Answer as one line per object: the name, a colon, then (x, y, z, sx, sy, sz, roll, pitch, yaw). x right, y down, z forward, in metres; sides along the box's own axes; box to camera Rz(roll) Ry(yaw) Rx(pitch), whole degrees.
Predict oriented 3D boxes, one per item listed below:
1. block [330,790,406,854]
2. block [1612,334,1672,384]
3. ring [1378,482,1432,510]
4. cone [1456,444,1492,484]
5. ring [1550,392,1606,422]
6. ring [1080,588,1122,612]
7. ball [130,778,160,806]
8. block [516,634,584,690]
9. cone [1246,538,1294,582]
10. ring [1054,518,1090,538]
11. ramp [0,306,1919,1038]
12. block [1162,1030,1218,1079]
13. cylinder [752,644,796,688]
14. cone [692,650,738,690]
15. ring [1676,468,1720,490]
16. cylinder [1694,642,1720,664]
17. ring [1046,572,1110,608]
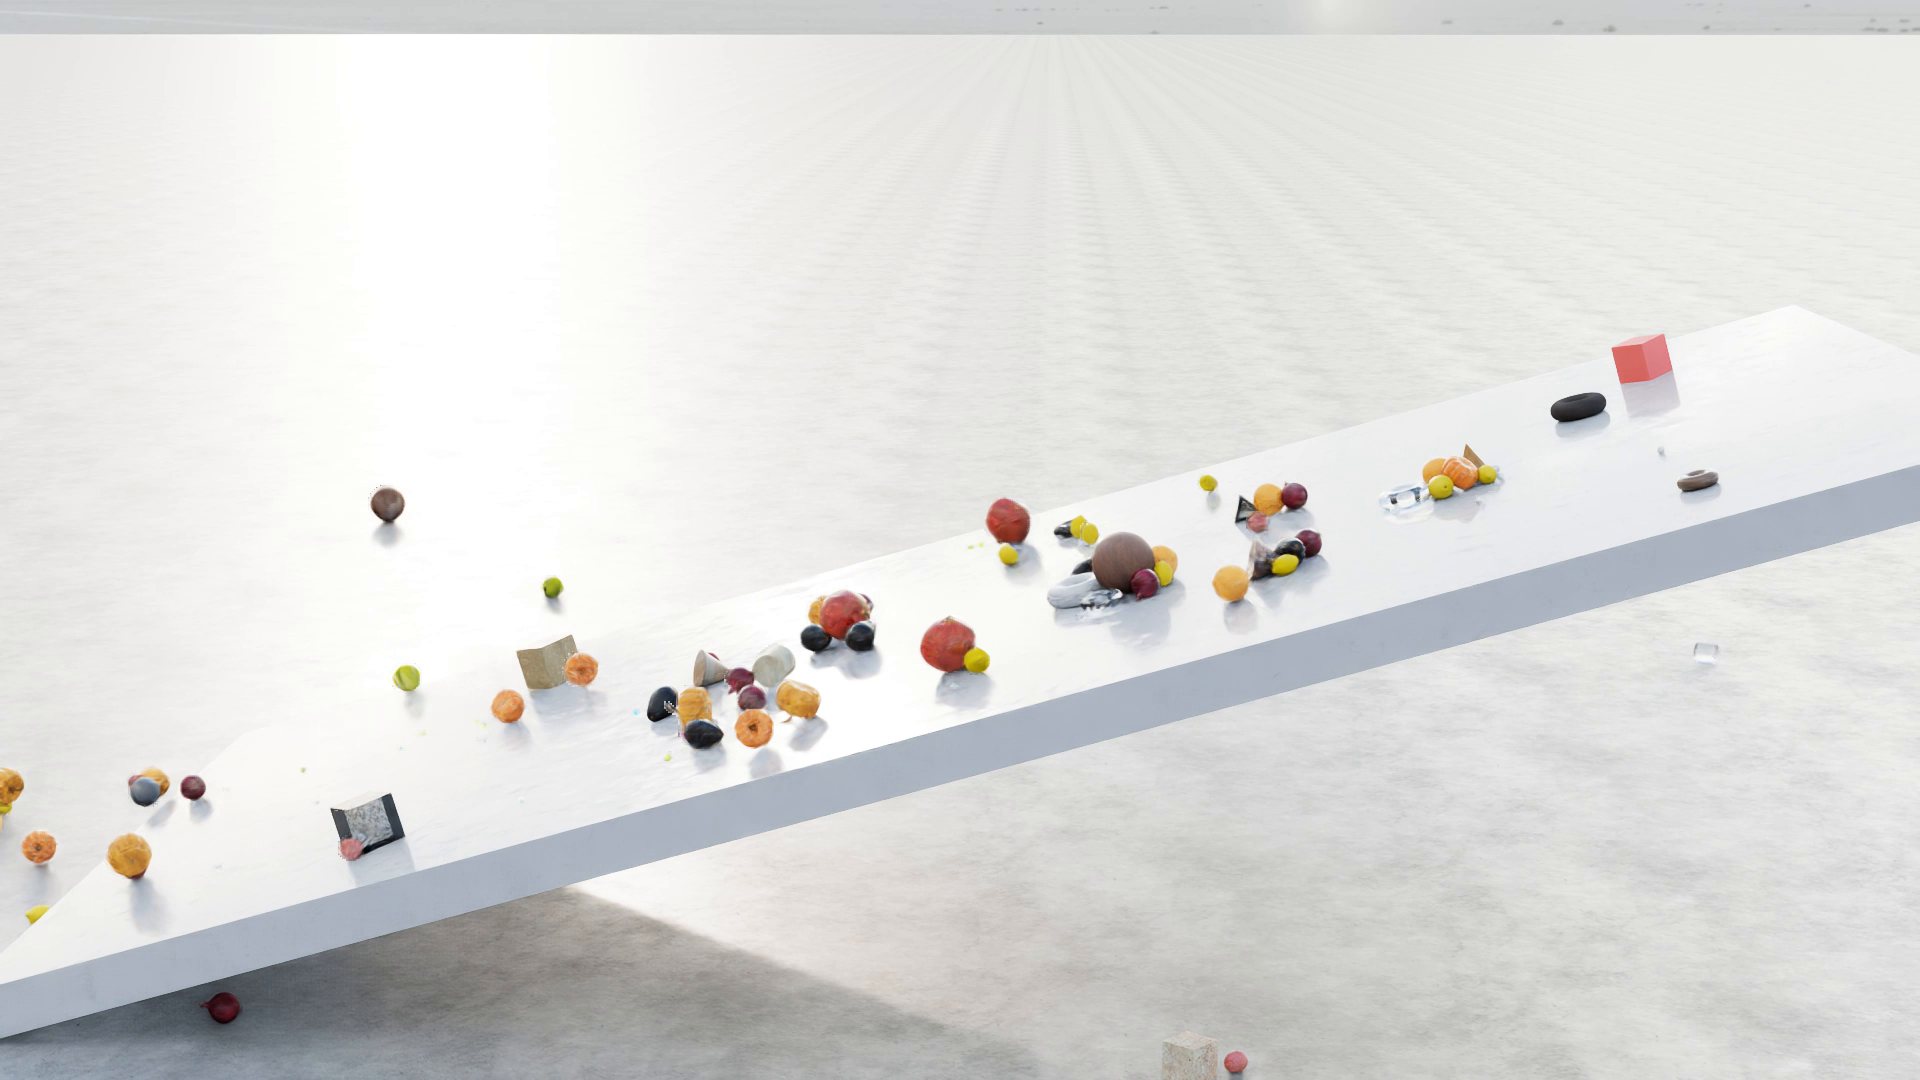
block: (-1.156, 0.551, 5.739, 0.092, 0.092, 0.092, -23, 12, -35)
block: (1.567, -0.417, 6.757, 0.087, 0.087, 0.087, -23, 12, -37)
ring: (0.926, -0.092, 6.118, 0.113, 0.038, 0.113, -16, 8, 2)
cone: (1.072, -0.167, 6.178, 0.079, 0.079, 0.079, -16, 10, 3)
ring: (1.373, -0.296, 6.530, 0.125, 0.042, 0.125, -15, 9, 2)
ring: (0.288, 0.122, 5.981, 0.088, 0.029, 0.088, -16, 8, 2)
ball: (-1.900, 0.587, 6.861, 0.068, 0.068, 0.068, 0, 10, 0)
block: (-0.963, 0.286, 6.905, 0.099, 0.099, 0.099, -6, 14, 45)
cone: (0.621, 0.047, 5.819, 0.091, 0.091, 0.091, 10, 10, -4)
ring: (0.260, -0.027, 6.877, 0.087, 0.029, 0.087, -17, 10, 3)
ramp: (0.087, 0.188, 6.323, 4.000, 0.100, 2.000, -15, 10, 5)
block: (0.418, 0.942, 5.340, 0.071, 0.071, 0.071, 9, 14, 42)
cylinder: (-0.388, 0.264, 6.154, 0.072, 0.072, 0.072, 3, 16, 15)
cone: (-0.521, 0.286, 6.354, 0.089, 0.089, 0.089, 9, 7, -20)
ring: (1.384, -0.113, 5.515, 0.080, 0.027, 0.080, -15, 8, 2)
cylinder: (2.200, 0.334, 8.670, 0.059, 0.059, 0.059, 13, 16, 30)
ring: (0.246, 0.105, 6.100, 0.137, 0.046, 0.137, -16, 11, 3)
